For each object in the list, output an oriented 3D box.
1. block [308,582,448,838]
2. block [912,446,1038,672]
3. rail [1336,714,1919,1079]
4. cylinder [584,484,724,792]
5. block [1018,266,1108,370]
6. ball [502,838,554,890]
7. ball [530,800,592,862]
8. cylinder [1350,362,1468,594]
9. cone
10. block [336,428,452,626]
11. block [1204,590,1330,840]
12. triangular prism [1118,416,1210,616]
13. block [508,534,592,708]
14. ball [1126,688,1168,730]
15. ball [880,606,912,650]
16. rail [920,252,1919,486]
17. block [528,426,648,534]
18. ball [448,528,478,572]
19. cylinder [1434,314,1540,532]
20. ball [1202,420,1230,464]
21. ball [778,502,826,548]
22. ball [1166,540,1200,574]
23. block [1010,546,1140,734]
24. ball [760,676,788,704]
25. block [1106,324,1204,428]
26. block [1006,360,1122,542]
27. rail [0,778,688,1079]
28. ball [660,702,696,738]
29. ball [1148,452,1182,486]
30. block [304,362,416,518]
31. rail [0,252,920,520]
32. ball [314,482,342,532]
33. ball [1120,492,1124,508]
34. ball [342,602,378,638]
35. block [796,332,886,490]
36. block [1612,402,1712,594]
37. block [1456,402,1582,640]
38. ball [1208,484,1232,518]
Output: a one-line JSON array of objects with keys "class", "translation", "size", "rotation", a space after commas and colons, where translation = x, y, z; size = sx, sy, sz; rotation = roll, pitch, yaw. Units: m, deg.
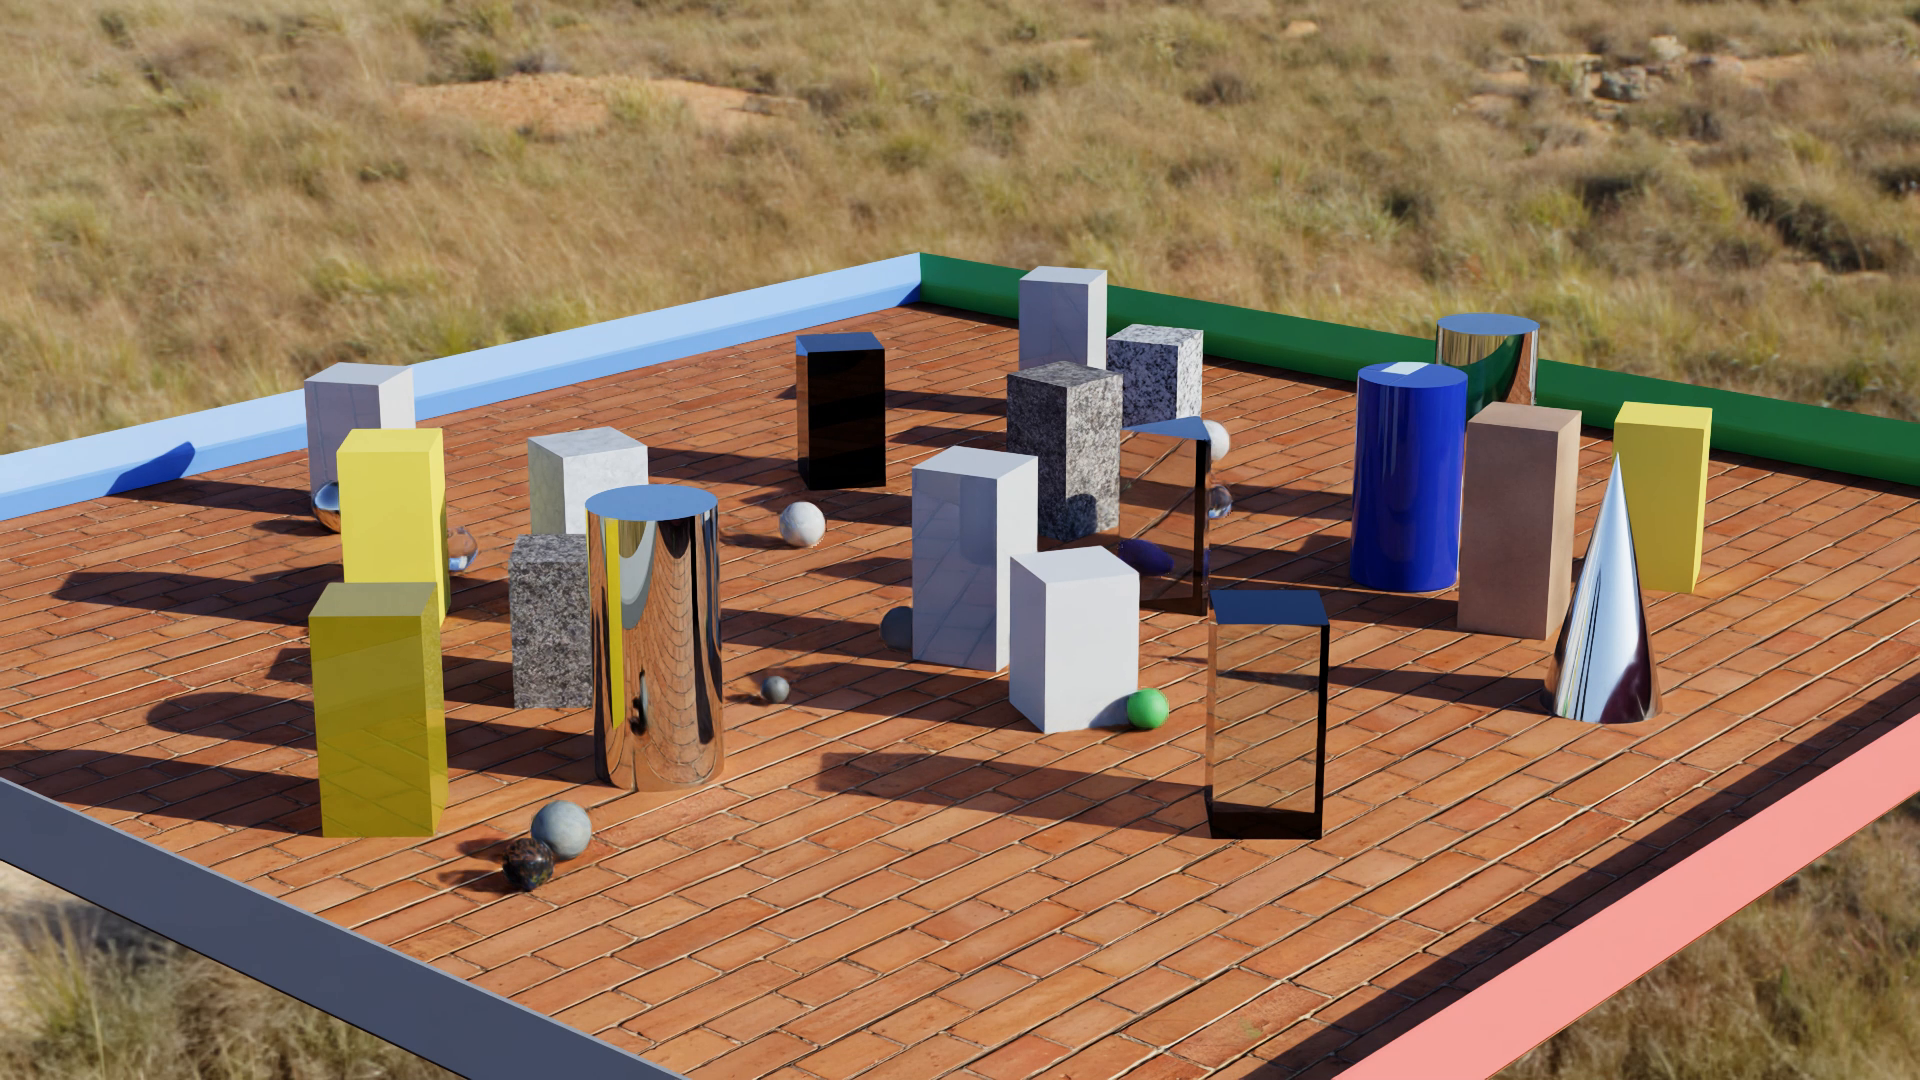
[{"class": "block", "translation": [-0.810, 0.236, 4.099], "size": [0.152, 0.323, 0.152], "rotation": [0, 17, -1]}, {"class": "block", "translation": [0.025, 0.029, 4.783], "size": [0.152, 0.324, 0.152], "rotation": [8, 19, 25]}, {"class": "rail", "translation": [1.239, 0.342, 4.091], "size": [0.045, 0.124, 3.519], "rotation": [14, 22, 39]}, {"class": "cylinder", "translation": [-0.443, 0.141, 4.267], "size": [0.190, 0.408, 0.190], "rotation": [0, 17, 0]}, {"class": "block", "translation": [0.221, -0.422, 6.313], "size": [0.152, 0.303, 0.152], "rotation": [5, 18, 17]}, {"class": "ball", "translation": [-0.574, 0.430, 3.897], "size": [0.069, 0.069, 0.069], "rotation": [0, 17, 0]}, {"class": "ball", "translation": [-0.543, 0.396, 3.987], "size": [0.083, 0.083, 0.083], "rotation": [0, 17, 0]}, {"class": "cylinder", "translation": [0.789, -0.111, 5.167], "size": [0.190, 0.370, 0.190], "rotation": [0, 17, 0]}, {"class": "cone", "translation": [1.005, 0.060, 4.536], "size": [0.190, 0.408, 0.190], "rotation": [0, 17, 0]}, {"class": "block", "translation": [-0.955, -0.018, 4.958], "size": [0.152, 0.313, 0.152], "rotation": [0, 17, -2]}, {"class": "block", "translation": [0.426, 0.243, 4.093], "size": [0.152, 0.314, 0.152], "rotation": [0, 17, 1]}, {"class": "triangular prism", "translation": [0.378, -0.048, 5.060], "size": [0.165, 0.311, 0.143], "rotation": [9, 19, 26]}, {"class": "block", "translation": [-0.621, 0.126, 4.611], "size": [0.152, 0.238, 0.152], "rotation": [-1, 17, -2]}, {"class": "ball", "translation": [0.285, 0.259, 4.476], "size": [0.063, 0.063, 0.063], "rotation": [0, 17, 0]}, {"class": "ball", "translation": [-0.095, 0.146, 4.831], "size": [0.073, 0.073, 0.073], "rotation": [0, 17, 0]}, {"class": "rail", "translation": [1.138, -0.348, 6.375], "size": [3.328, 0.124, 0.045], "rotation": [14, 22, 39]}, {"class": "block", "translation": [-0.630, -0.021, 4.990], "size": [0.152, 0.301, 0.152], "rotation": [-10, 19, -29]}, {"class": "ball", "translation": [-0.904, 0.017, 5.248], "size": [0.079, 0.079, 0.079], "rotation": [0, 17, 0]}, {"class": "cylinder", "translation": [0.985, -0.221, 5.519], "size": [0.190, 0.378, 0.190], "rotation": [0, 17, 0]}, {"class": "ball", "translation": [0.502, -0.198, 5.944], "size": [0.088, 0.088, 0.088], "rotation": [0, 17, 0]}, {"class": "ball", "translation": [-0.290, -0.029, 5.389], "size": [0.085, 0.085, 0.085], "rotation": [0, 17, 0]}, {"class": "ball", "translation": [0.398, 0.030, 5.233], "size": [0.063, 0.063, 0.063], "rotation": [0, 17, 0]}, {"class": "block", "translation": [0.175, 0.152, 4.521], "size": [0.152, 0.240, 0.152], "rotation": [-6, 18, -19]}, {"class": "ball", "translation": [-0.290, 0.234, 4.589], "size": [0.044, 0.044, 0.044], "rotation": [0, 17, 0]}, {"class": "block", "translation": [0.395, -0.295, 5.977], "size": [0.152, 0.254, 0.152], "rotation": [7, 18, 22]}, {"class": "block", "translation": [0.195, -0.168, 5.488], "size": [0.152, 0.294, 0.152], "rotation": [16, 23, 43]}, {"class": "rail", "translation": [-1.138, 0.410, 3.866], "size": [3.328, 0.124, 0.045], "rotation": [14, 22, 39]}, {"class": "ball", "translation": [-0.426, 0.273, 4.438], "size": [0.056, 0.056, 0.056], "rotation": [0, 17, 0]}, {"class": "ball", "translation": [0.404, -0.140, 5.788], "size": [0.067, 0.067, 0.067], "rotation": [0, 17, 0]}, {"class": "block", "translation": [-1.141, -0.188, 5.599], "size": [0.152, 0.267, 0.152], "rotation": [4, 17, 13]}, {"class": "rail", "translation": [-1.239, -0.280, 6.150], "size": [0.045, 0.124, 3.519], "rotation": [14, 22, 39]}, {"class": "ball", "translation": [-1.160, -0.062, 5.480], "size": [0.095, 0.095, 0.095], "rotation": [0, 17, 0]}, {"class": "ball", "translation": [0.280, -0.075, 5.584], "size": [0.061, 0.061, 0.061], "rotation": [0, 17, 0]}, {"class": "ball", "translation": [-1.001, 0.134, 4.891], "size": [0.061, 0.061, 0.061], "rotation": [0, 17, 0]}, {"class": "block", "translation": [-0.236, -0.256, 5.806], "size": [0.152, 0.279, 0.152], "rotation": [-3, 17, -11]}, {"class": "block", "translation": [1.233, -0.076, 5.179], "size": [0.152, 0.298, 0.152], "rotation": [6, 18, 18]}, {"class": "block", "translation": [0.940, -0.034, 4.929], "size": [0.152, 0.360, 0.152], "rotation": [8, 19, 24]}, {"class": "ball", "translation": [0.483, -0.073, 5.568], "size": [0.066, 0.066, 0.066], "rotation": [0, 17, 0]}]
